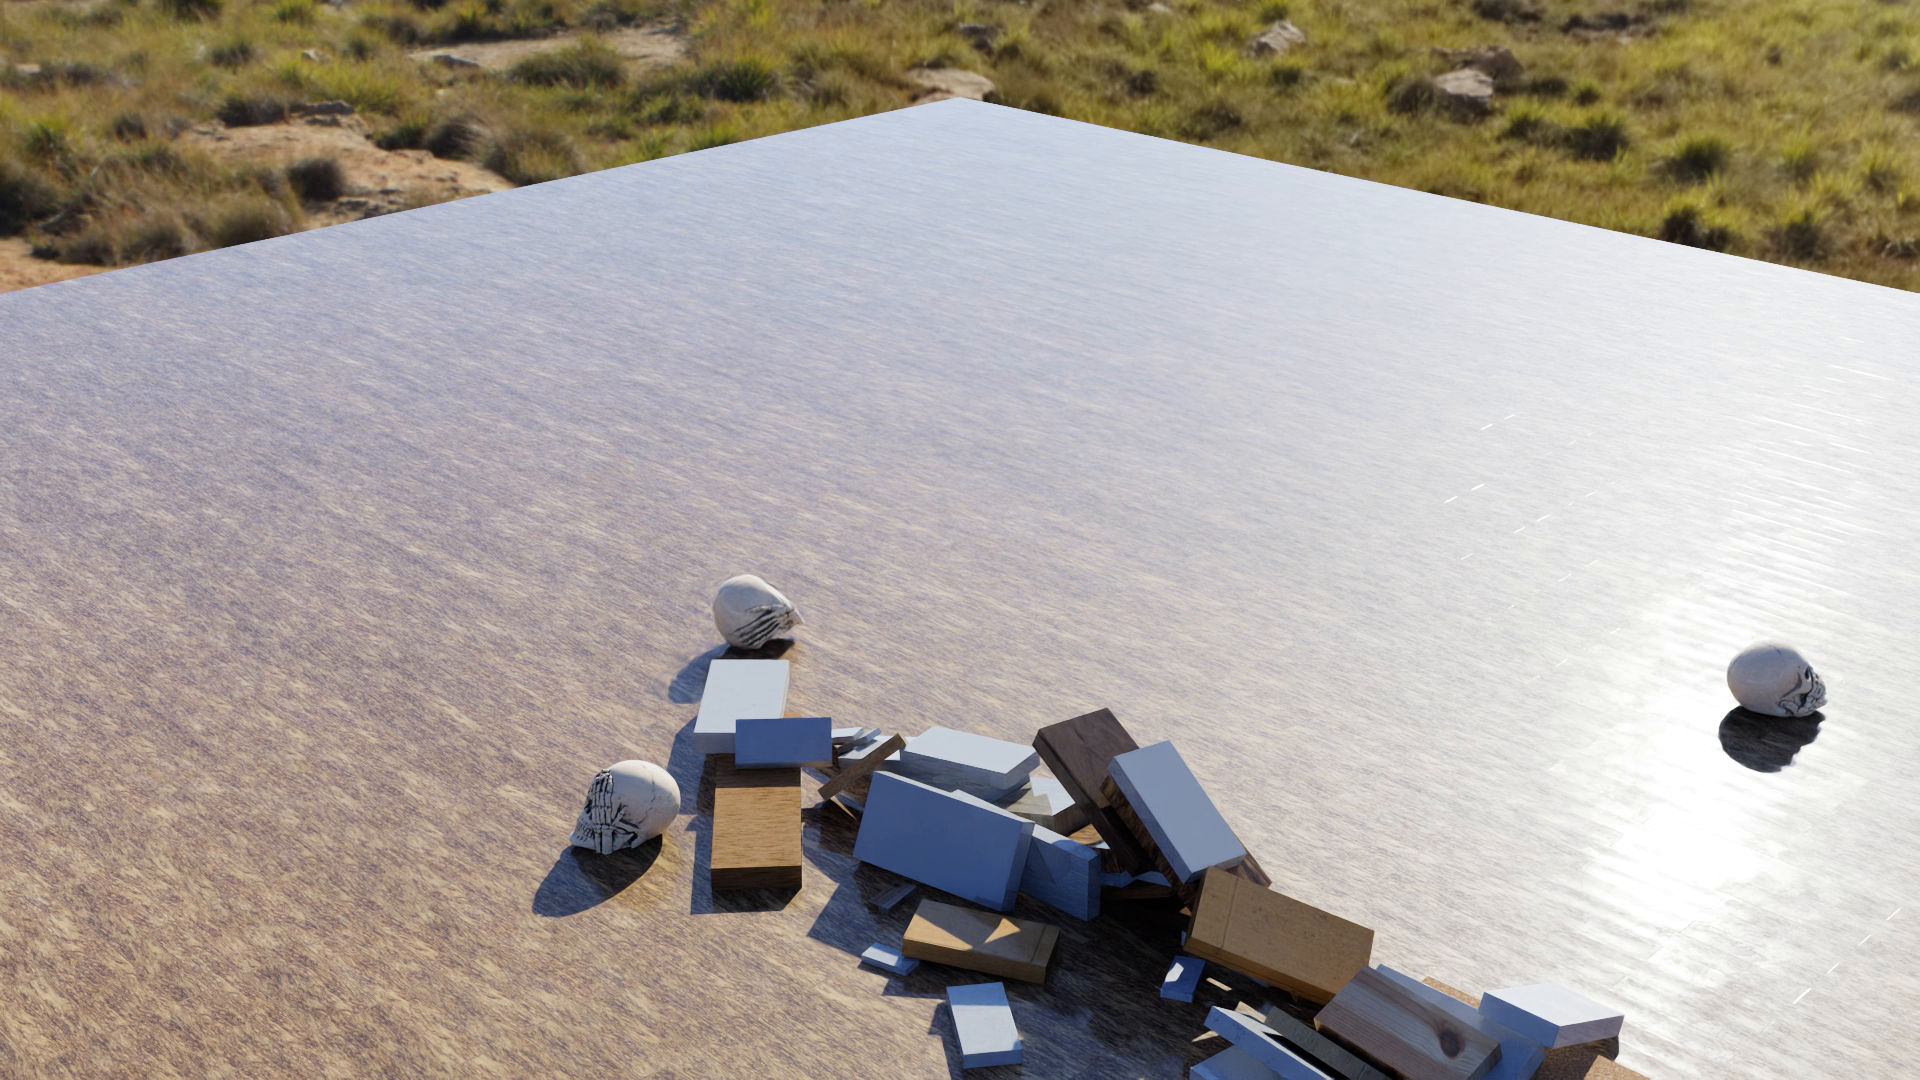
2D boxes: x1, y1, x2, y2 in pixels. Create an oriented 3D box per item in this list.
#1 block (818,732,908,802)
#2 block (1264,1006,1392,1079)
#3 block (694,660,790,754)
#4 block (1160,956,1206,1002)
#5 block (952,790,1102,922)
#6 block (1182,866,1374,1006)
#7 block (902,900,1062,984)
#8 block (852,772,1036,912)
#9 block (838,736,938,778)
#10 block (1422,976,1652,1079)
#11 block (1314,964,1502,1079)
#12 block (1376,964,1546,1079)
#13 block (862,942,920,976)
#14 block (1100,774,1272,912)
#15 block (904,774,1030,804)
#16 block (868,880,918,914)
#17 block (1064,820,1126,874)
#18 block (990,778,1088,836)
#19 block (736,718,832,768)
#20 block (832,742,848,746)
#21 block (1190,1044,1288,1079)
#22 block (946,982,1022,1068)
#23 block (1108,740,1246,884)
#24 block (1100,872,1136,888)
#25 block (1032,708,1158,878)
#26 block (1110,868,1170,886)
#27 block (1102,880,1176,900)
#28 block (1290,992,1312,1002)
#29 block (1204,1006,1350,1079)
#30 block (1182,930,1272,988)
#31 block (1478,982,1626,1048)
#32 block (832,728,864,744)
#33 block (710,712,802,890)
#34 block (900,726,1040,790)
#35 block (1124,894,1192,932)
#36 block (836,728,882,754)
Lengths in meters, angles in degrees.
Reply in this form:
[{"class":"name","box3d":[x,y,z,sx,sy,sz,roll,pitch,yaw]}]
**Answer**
[{"class":"block","box3d":[-0.196,0.459,4.462,0.199,0.028,0.099,-35,-4,-1]},{"class":"block","box3d":[0.624,0.853,3.609,0.244,0.035,0.122,26,-9,47]},{"class":"block","box3d":[-0.466,0.356,4.736,0.172,0.049,0.344,0,23,0]},{"class":"block","box3d":[0.397,0.779,3.905,0.056,0.016,0.113,7,24,17]},{"class":"block","box3d":[0.116,0.598,4.184,0.356,0.131,0.037,19,30,38]},{"class":"block","box3d":[0.559,0.700,3.849,0.316,0.045,0.158,22,47,0]},{"class":"block","box3d":[0.040,0.726,3.977,0.263,0.037,0.131,10,25,12]},{"class":"block","box3d":[-0.033,0.571,4.190,0.344,0.172,0.049,15,2,31]},{"class":"block","box3d":[-0.117,0.449,4.565,0.253,0.036,0.126,-2,16,40]},{"class":"block","box3d":[1.026,0.897,3.597,0.700,0.039,0.139,21,30,40]},{"class":"block","box3d":[0.738,0.822,3.632,0.139,0.039,0.277,-39,42,-24]},{"class":"block","box3d":[0.792,0.836,3.661,0.316,0.045,0.158,21,52,40]},{"class":"block","box3d":[-0.125,0.756,3.963,0.095,0.013,0.047,13,26,28]},{"class":"block","box3d":[0.410,0.538,4.007,0.158,0.045,0.316,-17,58,-35]},{"class":"block","box3d":[0.006,0.485,4.445,0.253,0.036,0.126,-1,16,45]},{"class":"block","box3d":[-0.127,0.674,4.154,0.047,0.013,0.095,15,27,31]},{"class":"block","box3d":[0.243,0.571,4.215,0.167,0.047,0.335,-21,12,-38]},{"class":"block","box3d":[0.120,0.523,4.344,0.335,0.047,0.167,-1,16,46]},{"class":"block","box3d":[-0.364,0.419,4.542,0.198,0.028,0.099,-1,61,-3]},{"class":"block","box3d":[-0.274,0.424,4.710,0.095,0.014,0.048,-4,17,37]},{"class":"block","box3d":[0.502,0.908,3.576,0.122,0.035,0.244,-17,28,-35]},{"class":"block","box3d":[0.040,0.830,3.769,0.099,0.028,0.198,-3,23,-8]},{"class":"block","box3d":[0.392,0.490,3.984,0.131,0.037,0.263,-13,56,-33]},{"class":"block","box3d":[0.275,0.625,4.199,0.084,0.024,0.168,-21,15,-40]},{"class":"block","box3d":[0.298,0.467,4.111,0.167,0.047,0.335,-14,51,-34]},{"class":"block","box3d":[0.365,0.606,4.088,0.084,0.024,0.168,-21,16,-38]},{"class":"block","box3d":[0.355,0.645,4.118,0.084,0.024,0.168,-22,5,-41]},{"class":"block","box3d":[0.603,0.738,3.918,0.099,0.028,0.197,-2,35,-21]},{"class":"block","box3d":[0.550,0.859,3.606,0.305,0.035,0.122,26,1,44]},{"class":"block","box3d":[0.509,0.740,3.982,0.197,0.028,0.099,21,31,40]},{"class":"block","box3d":[0.995,0.796,3.694,0.139,0.039,0.277,21,7,38]},{"class":"block","box3d":[-0.256,0.416,4.668,0.095,0.014,0.048,-7,15,27]},{"class":"block","box3d":[-0.409,0.520,4.474,0.172,0.049,0.633,-2,23,-4]},{"class":"block","box3d":[0.019,0.434,4.400,0.253,0.036,0.126,9,23,32]},{"class":"block","box3d":[0.413,0.682,4.067,0.099,0.028,0.197,-22,19,-41]},{"class":"block","box3d":[-0.216,0.426,4.674,0.095,0.014,0.048,-25,3,40]}]
